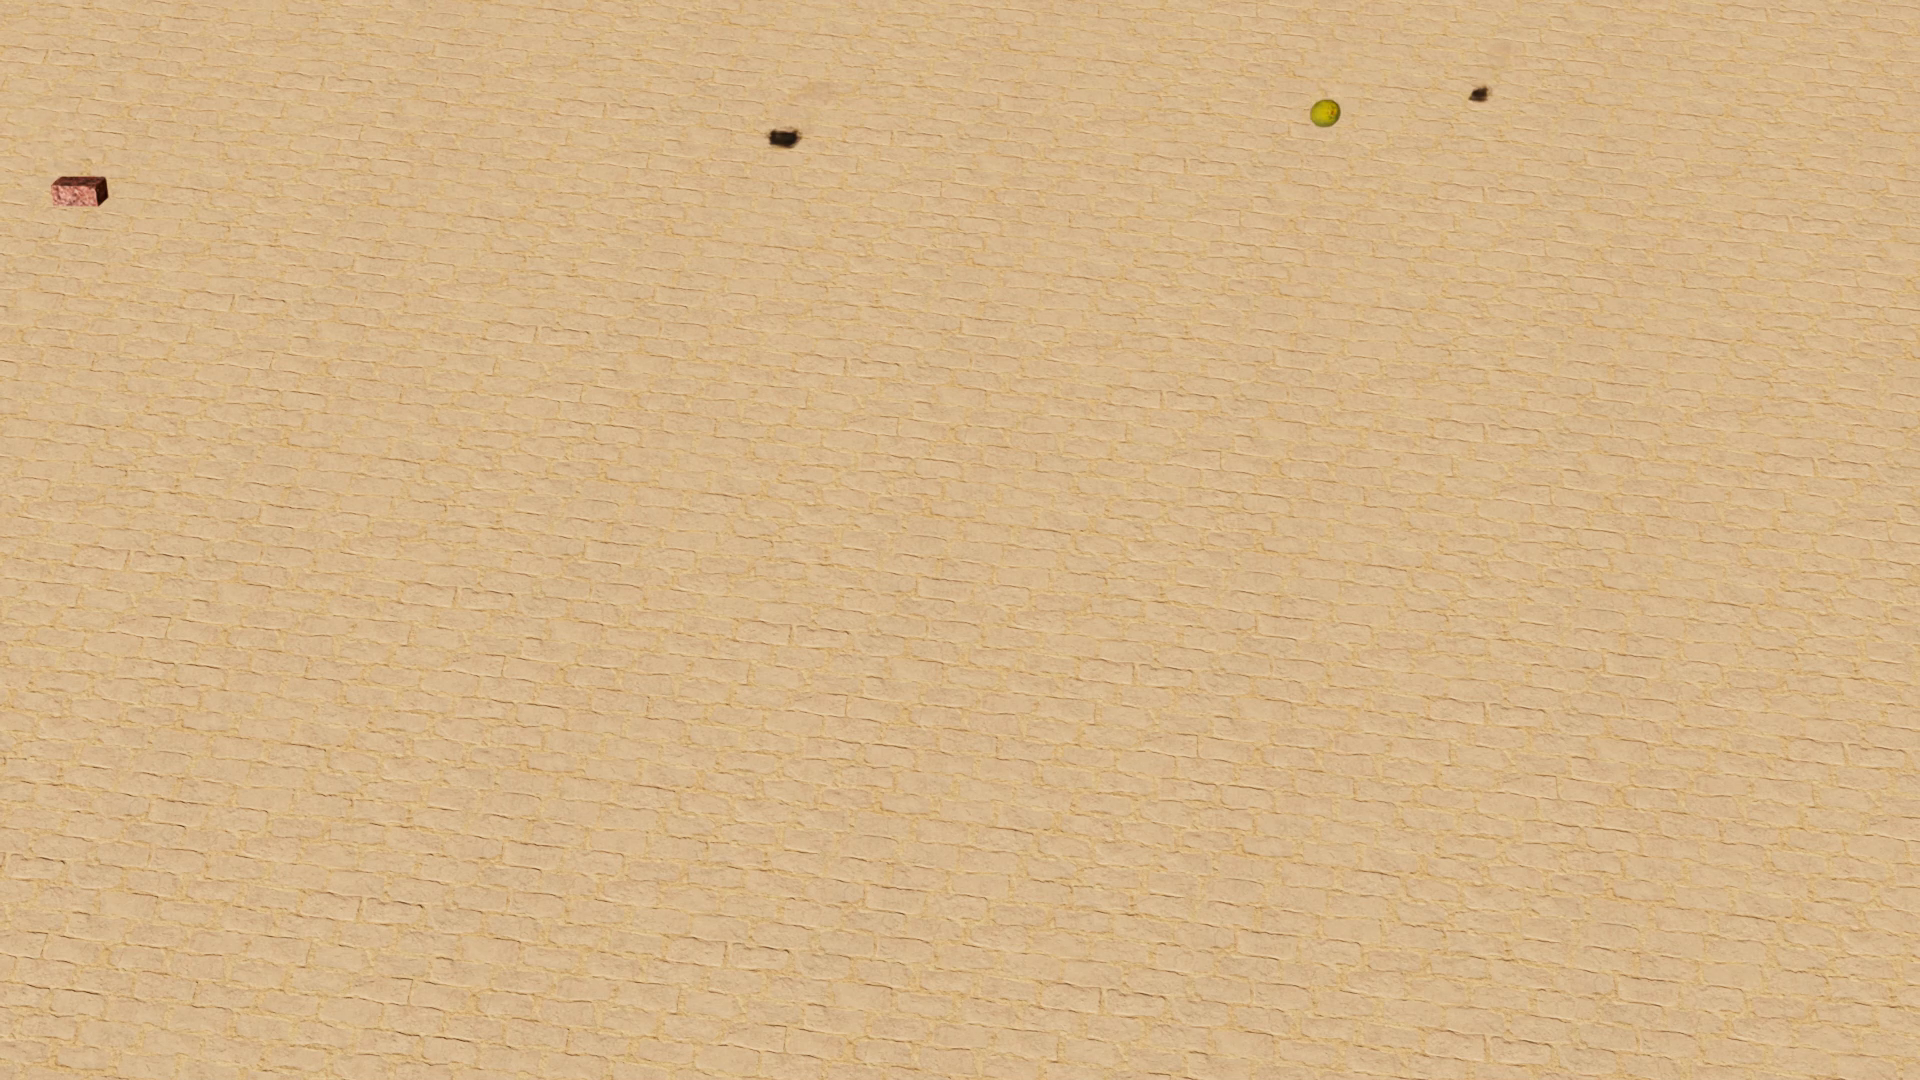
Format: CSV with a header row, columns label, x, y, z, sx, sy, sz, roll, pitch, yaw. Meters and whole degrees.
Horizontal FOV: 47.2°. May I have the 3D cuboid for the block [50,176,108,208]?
label,x,y,z,sx,sy,sz,roll,pitch,yaw
block,-1.711,-0.678,4.275,0.085,0.040,0.064,2,26,-2
